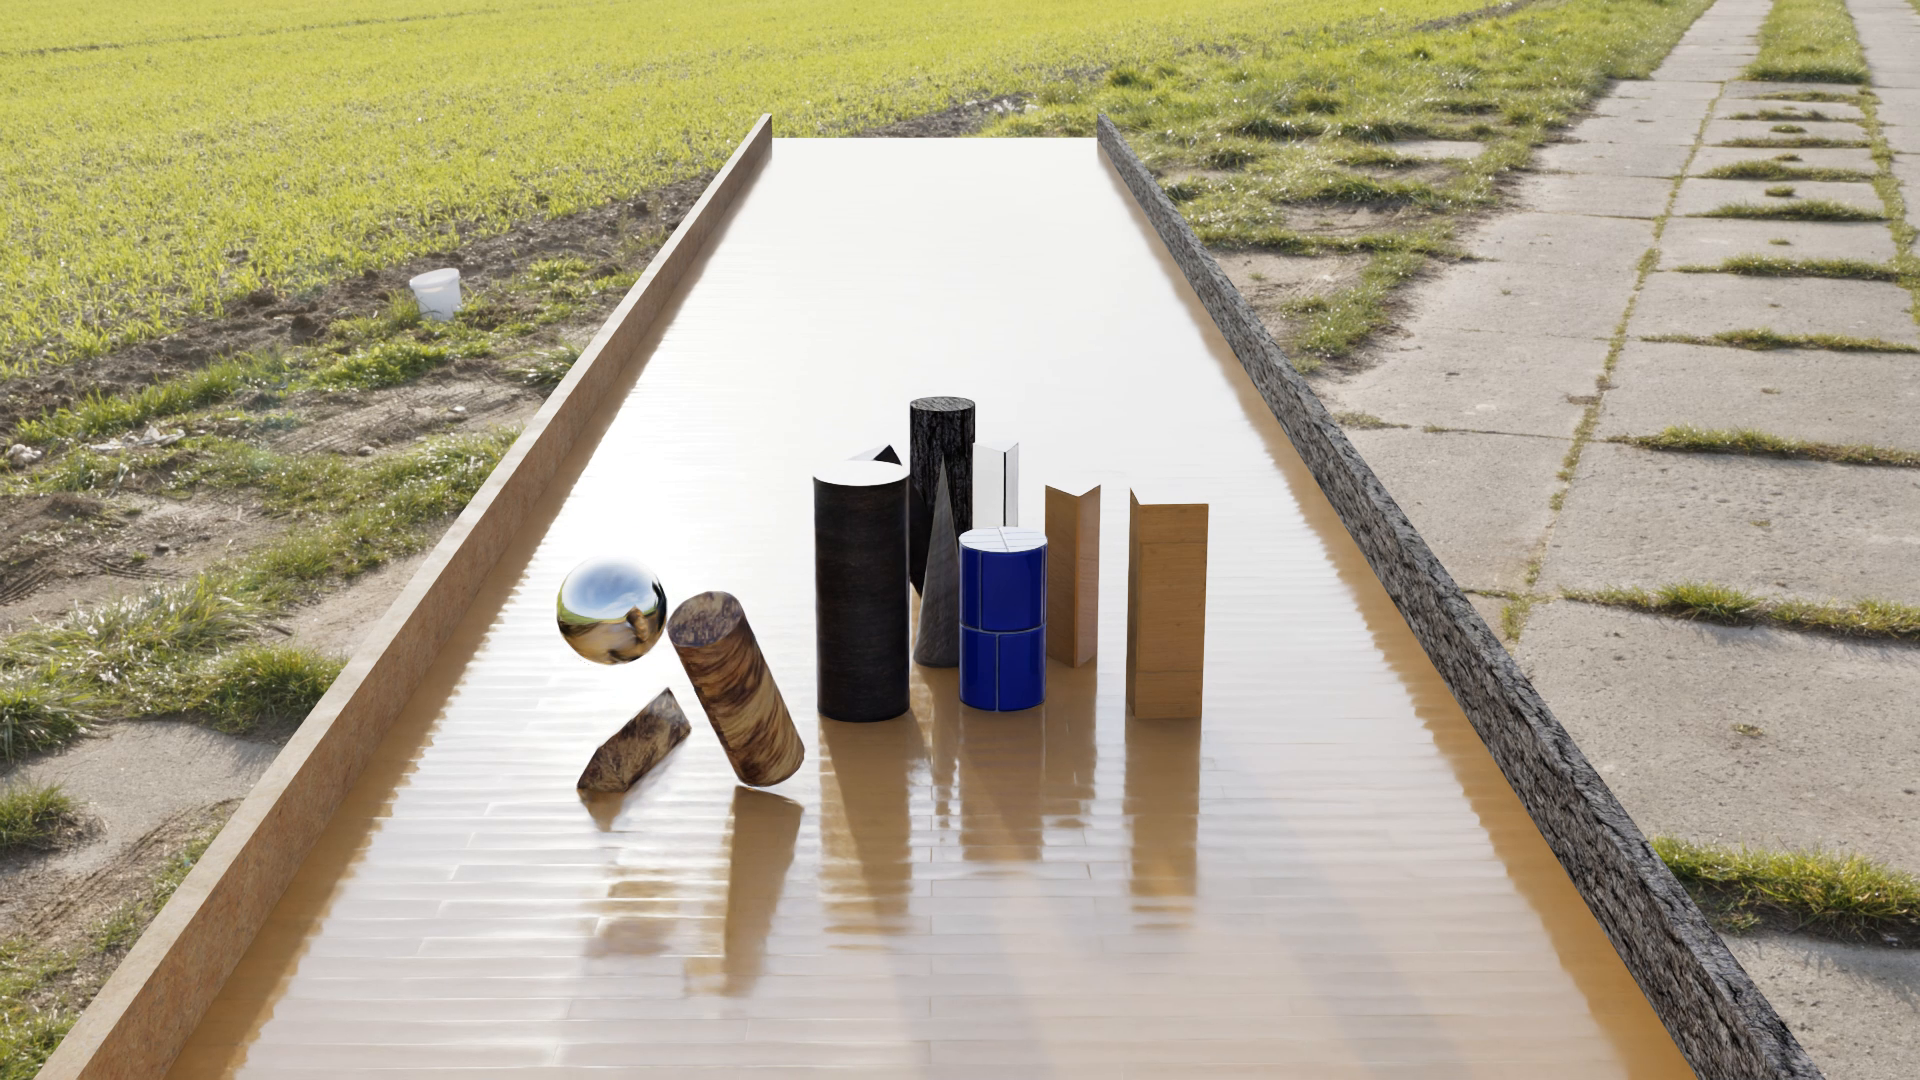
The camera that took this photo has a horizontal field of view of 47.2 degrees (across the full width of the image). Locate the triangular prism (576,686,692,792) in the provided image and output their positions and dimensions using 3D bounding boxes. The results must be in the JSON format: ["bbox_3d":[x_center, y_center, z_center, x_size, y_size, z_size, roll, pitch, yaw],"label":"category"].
[{"bbox_3d":[-0.578,0.348,3.910,0.091,0.079,0.312,5,17,14],"label":"triangular prism"}]

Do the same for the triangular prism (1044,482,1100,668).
[{"bbox_3d":[0.239,0.064,4.387,0.094,0.355,0.109,-11,20,-32],"label":"triangular prism"}]

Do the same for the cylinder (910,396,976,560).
[{"bbox_3d":[-0.038,-0.107,4.884,0.145,0.401,0.145,0,17,0],"label":"cylinder"}]

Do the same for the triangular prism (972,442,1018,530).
[{"bbox_3d":[0.091,-0.020,4.639,0.084,0.374,0.097,-15,22,-40],"label":"triangular prism"}]

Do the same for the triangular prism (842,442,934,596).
[{"bbox_3d":[-0.114,0.005,4.526,0.101,0.413,0.116,-2,34,50],"label":"triangular prism"}]

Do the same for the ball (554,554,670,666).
[{"bbox_3d":[-0.604,0.121,3.816,0.196,0.196,0.196,0,17,0],"label":"ball"}]

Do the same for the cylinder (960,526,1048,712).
[{"bbox_3d":[0.081,0.149,4.171,0.167,0.316,0.167,0,17,0],"label":"cylinder"}]

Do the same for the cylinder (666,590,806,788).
[{"bbox_3d":[-0.375,0.255,3.714,0.130,0.354,0.130,-11,42,10],"label":"cylinder"}]

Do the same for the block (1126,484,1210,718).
[{"bbox_3d":[0.385,0.115,4.112,0.127,0.415,0.127,-1,17,-4],"label":"block"}]

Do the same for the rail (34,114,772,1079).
[{"bbox_3d":[-1.118,-0.838,7.780,0.050,0.150,12.000,0,17,-1],"label":"rail"}]

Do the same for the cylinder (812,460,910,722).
[{"bbox_3d":[-0.182,0.095,4.103,0.177,0.457,0.177,0,17,0],"label":"cylinder"}]

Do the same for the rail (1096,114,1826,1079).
[{"bbox_3d":[0.932,-0.844,7.801,0.050,0.150,12.000,0,17,-1],"label":"rail"}]

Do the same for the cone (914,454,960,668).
[{"bbox_3d":[-0.033,0.033,4.368,0.123,0.425,0.123,0,17,0],"label":"cone"}]
